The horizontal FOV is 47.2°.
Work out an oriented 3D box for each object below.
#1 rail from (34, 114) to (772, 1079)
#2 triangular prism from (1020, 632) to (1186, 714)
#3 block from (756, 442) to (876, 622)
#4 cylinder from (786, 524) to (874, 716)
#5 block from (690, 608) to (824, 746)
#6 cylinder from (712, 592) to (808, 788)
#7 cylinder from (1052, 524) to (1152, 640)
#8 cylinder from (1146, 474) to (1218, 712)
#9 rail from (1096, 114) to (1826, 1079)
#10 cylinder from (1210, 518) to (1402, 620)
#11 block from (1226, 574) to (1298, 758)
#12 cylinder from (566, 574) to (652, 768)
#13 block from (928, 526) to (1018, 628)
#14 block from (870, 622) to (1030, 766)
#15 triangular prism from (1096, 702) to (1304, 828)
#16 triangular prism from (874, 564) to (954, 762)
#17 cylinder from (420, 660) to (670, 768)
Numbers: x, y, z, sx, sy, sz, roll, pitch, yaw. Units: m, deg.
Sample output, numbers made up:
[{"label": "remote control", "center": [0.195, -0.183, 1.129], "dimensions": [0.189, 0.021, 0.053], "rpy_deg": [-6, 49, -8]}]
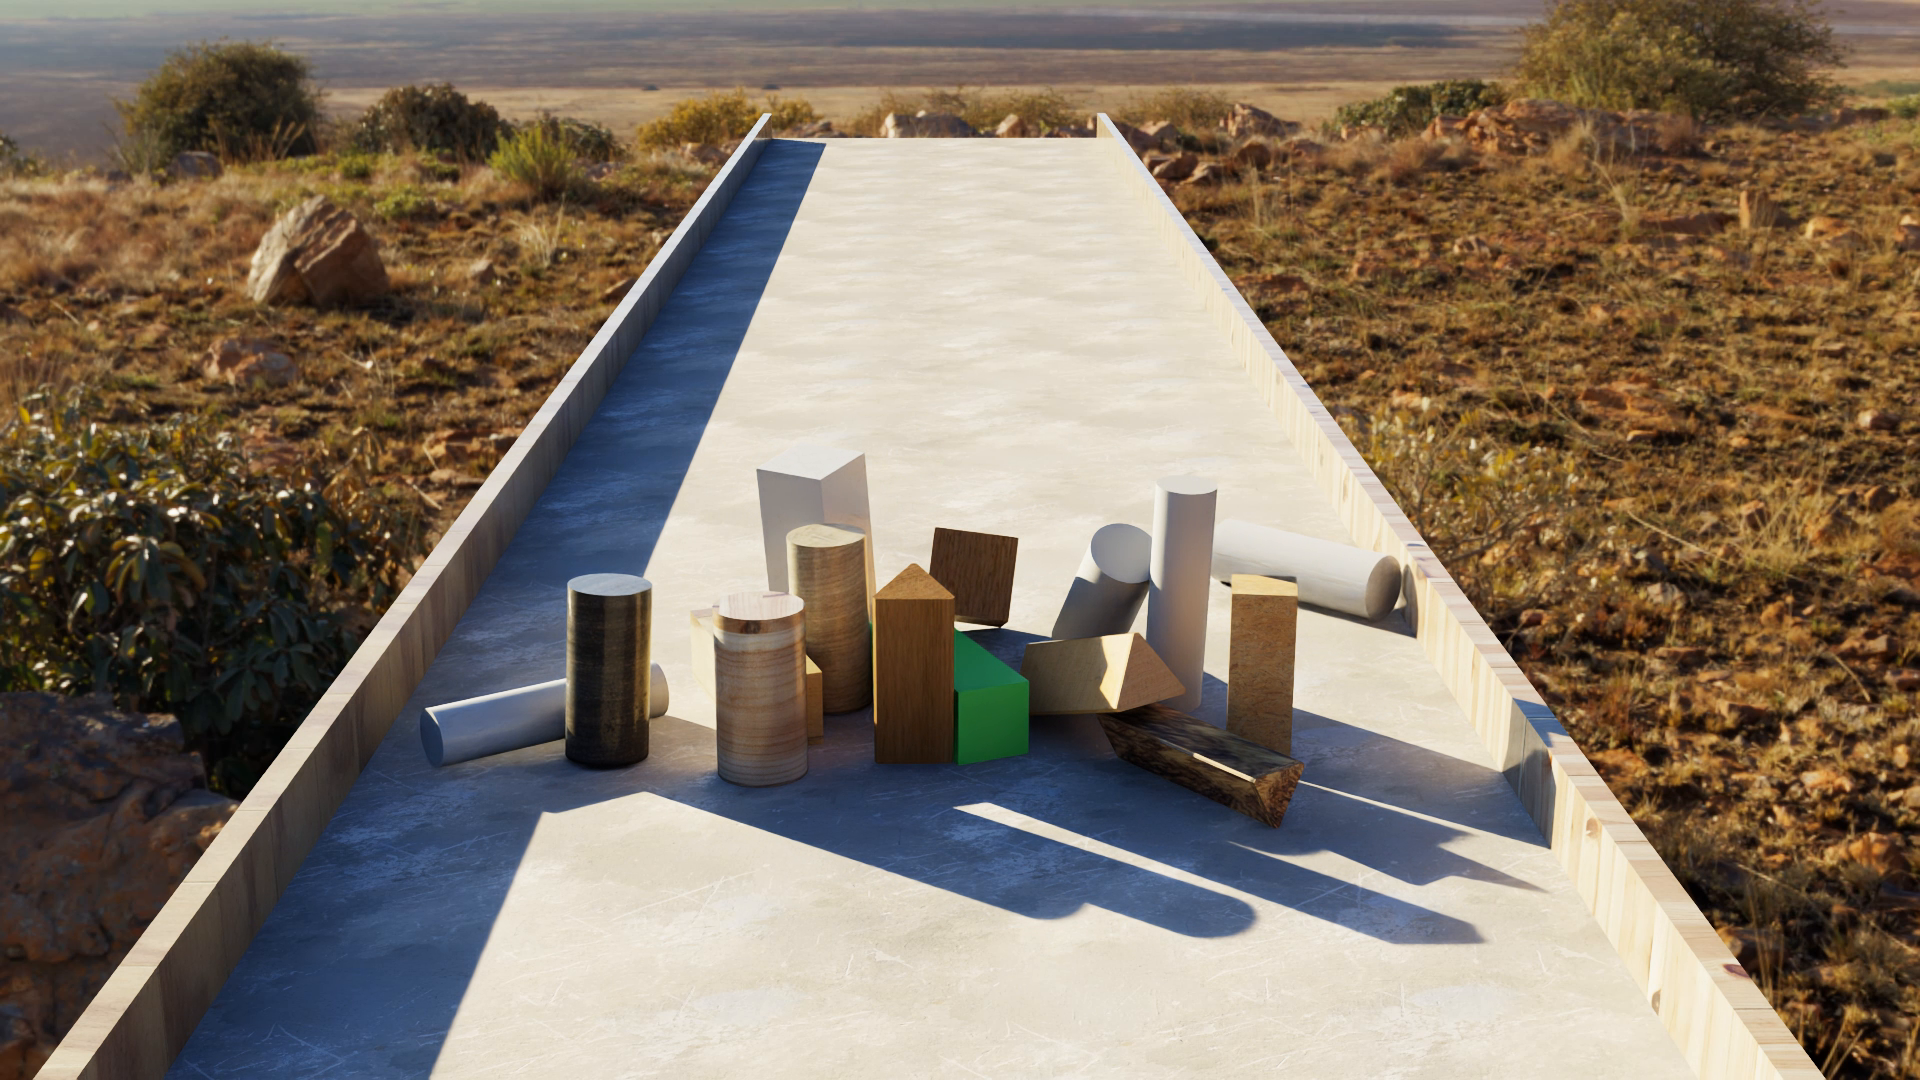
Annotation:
[{"label": "rail", "center": [-1.118, -0.838, 7.780], "dimensions": [0.050, 0.150, 12.000], "rpy_deg": [0, 17, -1]}, {"label": "triangular prism", "center": [0.230, 0.236, 3.963], "dimensions": [0.140, 0.121, 0.407], "rpy_deg": [-13, 1, -26]}, {"label": "block", "center": [-0.275, 0.039, 4.322], "dimensions": [0.151, 0.422, 0.151], "rpy_deg": [11, 28, 30]}, {"label": "cylinder", "center": [-0.244, 0.148, 4.139], "dimensions": [0.148, 0.331, 0.148], "rpy_deg": [-2, 18, 0]}, {"label": "block", "center": [-0.387, 0.253, 4.132], "dimensions": [0.138, 0.138, 0.424], "rpy_deg": [-6, 18, -20]}, {"label": "cylinder", "center": [-0.346, 0.258, 3.822], "dimensions": [0.159, 0.306, 0.159], "rpy_deg": [0, 17, 0]}, {"label": "cylinder", "center": [0.282, 0.113, 4.275], "dimensions": [0.140, 0.304, 0.140], "rpy_deg": [7, 53, -10]}, {"label": "cylinder", "center": [0.409, 0.102, 4.113], "dimensions": [0.113, 0.433, 0.113], "rpy_deg": [2, 20, -1]}, {"label": "rail", "center": [0.932, -0.844, 7.801], "dimensions": [0.050, 0.150, 12.000], "rpy_deg": [0, 17, -1]}, {"label": "cylinder", "center": [0.742, 0.062, 4.771], "dimensions": [0.413, 0.142, 0.142], "rpy_deg": [15, 22, 41]}, {"label": "block", "center": [0.536, 0.228, 3.913], "dimensions": [0.114, 0.312, 0.114], "rpy_deg": [2, 17, 7]}, {"label": "cylinder", "center": [-0.622, 0.229, 3.890], "dimensions": [0.148, 0.312, 0.148], "rpy_deg": [3, 14, -1]}, {"label": "block", "center": [0.018, 0.079, 4.424], "dimensions": [0.163, 0.163, 0.381], "rpy_deg": [7, -4, -1]}, {"label": "block", "center": [-0.026, 0.270, 4.076], "dimensions": [0.138, 0.138, 0.418], "rpy_deg": [-7, 18, -23]}, {"label": "triangular prism", "center": [0.415, 0.358, 3.763], "dimensions": [0.100, 0.116, 0.391], "rpy_deg": [-43, 36, -21]}, {"label": "triangular prism", "center": [-0.081, 0.217, 3.864], "dimensions": [0.136, 0.341, 0.118], "rpy_deg": [0, 30, -1]}, {"label": "cylinder", "center": [-0.749, 0.313, 3.988], "dimensions": [0.440, 0.107, 0.107], "rpy_deg": [-11, 20, -33]}]
